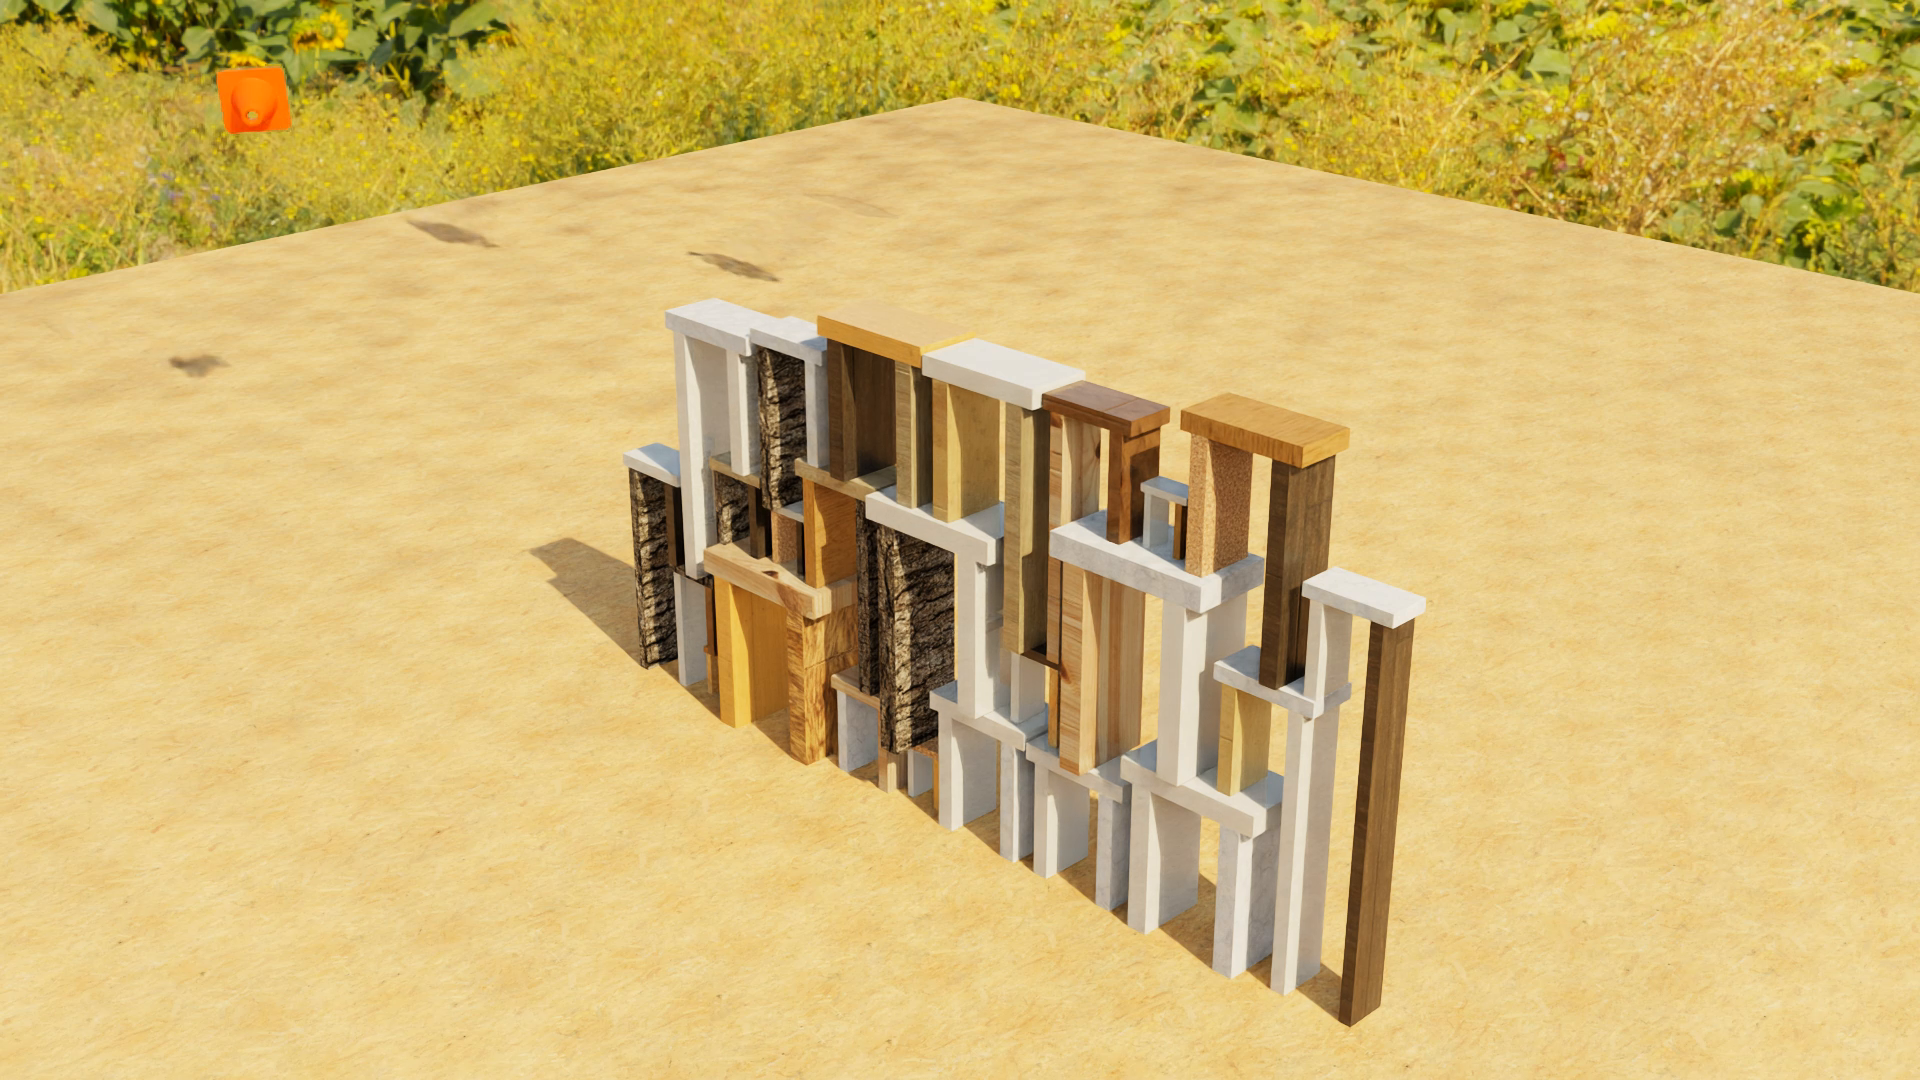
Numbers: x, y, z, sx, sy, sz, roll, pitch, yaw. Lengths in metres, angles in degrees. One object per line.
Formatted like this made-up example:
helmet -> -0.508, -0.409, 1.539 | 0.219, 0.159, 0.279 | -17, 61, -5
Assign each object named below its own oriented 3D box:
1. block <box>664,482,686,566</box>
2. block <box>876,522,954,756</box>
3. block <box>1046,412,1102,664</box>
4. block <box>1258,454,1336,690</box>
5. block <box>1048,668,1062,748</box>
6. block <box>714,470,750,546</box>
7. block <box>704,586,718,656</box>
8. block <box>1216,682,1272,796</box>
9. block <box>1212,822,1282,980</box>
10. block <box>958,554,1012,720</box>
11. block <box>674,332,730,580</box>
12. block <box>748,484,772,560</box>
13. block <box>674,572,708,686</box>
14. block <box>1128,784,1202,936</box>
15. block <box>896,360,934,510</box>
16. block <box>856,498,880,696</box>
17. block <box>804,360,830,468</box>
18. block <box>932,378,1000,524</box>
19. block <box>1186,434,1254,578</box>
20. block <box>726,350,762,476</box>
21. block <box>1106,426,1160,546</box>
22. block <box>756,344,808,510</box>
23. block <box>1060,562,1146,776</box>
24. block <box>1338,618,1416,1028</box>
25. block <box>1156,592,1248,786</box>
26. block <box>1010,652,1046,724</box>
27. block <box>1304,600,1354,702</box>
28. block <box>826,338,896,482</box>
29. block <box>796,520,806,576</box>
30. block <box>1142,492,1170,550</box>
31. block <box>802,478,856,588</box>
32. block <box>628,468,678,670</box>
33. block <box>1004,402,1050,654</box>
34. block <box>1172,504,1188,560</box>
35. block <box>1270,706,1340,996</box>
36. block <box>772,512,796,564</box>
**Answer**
block -> -0.601, -0.047, 4.857 | 0.027, 0.193, 0.097 | 21, 31, 40
block -> -0.086, 0.176, 4.387 | 0.047, 0.493, 0.165 | 21, 31, 40
block -> 0.207, -0.013, 3.995 | 0.029, 0.487, 0.103 | 21, 31, 40
block -> 0.558, 0.043, 3.642 | 0.036, 0.404, 0.126 | 21, 31, 41
block -> 0.200, 0.304, 4.133 | 0.073, 0.163, 0.021 | -21, 31, -41
block -> -0.483, -0.080, 4.710 | 0.024, 0.167, 0.083 | 21, 31, 41
block -> -0.522, 0.168, 4.866 | 0.023, 0.164, 0.082 | 21, 31, 41
block -> 0.497, 0.331, 3.829 | 0.030, 0.212, 0.106 | 21, 31, 41
block -> 0.521, 0.617, 3.920 | 0.043, 0.301, 0.151 | 21, 31, 41
block -> 0.070, 0.162, 4.212 | 0.165, 0.330, 0.047 | -21, 31, -41
block -> -0.539, -0.194, 4.735 | 0.038, 0.558, 0.134 | 21, 31, 40
block -> -0.405, -0.050, 4.638 | 0.083, 0.167, 0.024 | -21, 31, -40
block -> -0.599, 0.190, 4.959 | 0.023, 0.277, 0.082 | 21, 31, 41
block -> 0.379, 0.562, 4.051 | 0.043, 0.301, 0.151 | 21, 31, 41
block -> -0.056, -0.217, 4.192 | 0.041, 0.289, 0.144 | 21, 31, 40
block -> -0.152, 0.102, 4.436 | 0.118, 0.425, 0.033 | -21, 31, -41
block -> -0.256, -0.263, 4.386 | 0.109, 0.218, 0.031 | -21, 31, -41
block -> 0.012, -0.184, 4.128 | 0.039, 0.278, 0.139 | 21, 31, 40
block -> 0.440, -0.073, 3.721 | 0.126, 0.251, 0.036 | -21, 31, -41
block -> -0.414, -0.278, 4.562 | 0.134, 0.267, 0.038 | -20, 30, -39
block -> 0.304, -0.104, 3.851 | 0.103, 0.206, 0.029 | -21, 31, -41
block -> -0.360, -0.242, 4.509 | 0.031, 0.352, 0.109 | 21, 31, 40
block -> 0.262, 0.212, 4.028 | 0.049, 0.415, 0.173 | 21, 31, 41
block -> 0.694, 0.472, 3.672 | 0.025, 0.764, 0.089 | 21, 31, 41
block -> 0.425, 0.243, 3.864 | 0.049, 0.346, 0.173 | 21, 31, 41
block -> 0.130, 0.270, 4.193 | 0.021, 0.147, 0.073 | 21, 31, 41
block -> 0.610, 0.169, 3.635 | 0.025, 0.178, 0.089 | 21, 31, 41
block -> -0.191, -0.271, 4.317 | 0.144, 0.287, 0.041 | -21, 31, -41
block -> -0.311, 0.009, 4.563 | 0.059, 0.118, 0.017 | -21, 31, -41
block -> 0.342, -0.040, 3.833 | 0.051, 0.103, 0.015 | -21, 31, -41
block -> -0.263, -0.029, 4.501 | 0.033, 0.236, 0.118 | 21, 31, 41
block -> -0.692, 0.055, 4.999 | 0.027, 0.494, 0.097 | 21, 31, 41
block -> 0.144, -0.036, 4.049 | 0.039, 0.488, 0.139 | 21, 31, 40
block -> 0.391, -0.021, 3.788 | 0.051, 0.103, 0.015 | -21, 31, -41
block -> 0.596, 0.528, 3.804 | 0.030, 0.556, 0.106 | 21, 31, 41
block -> -0.367, -0.013, 4.615 | 0.059, 0.118, 0.017 | -21, 31, -41
